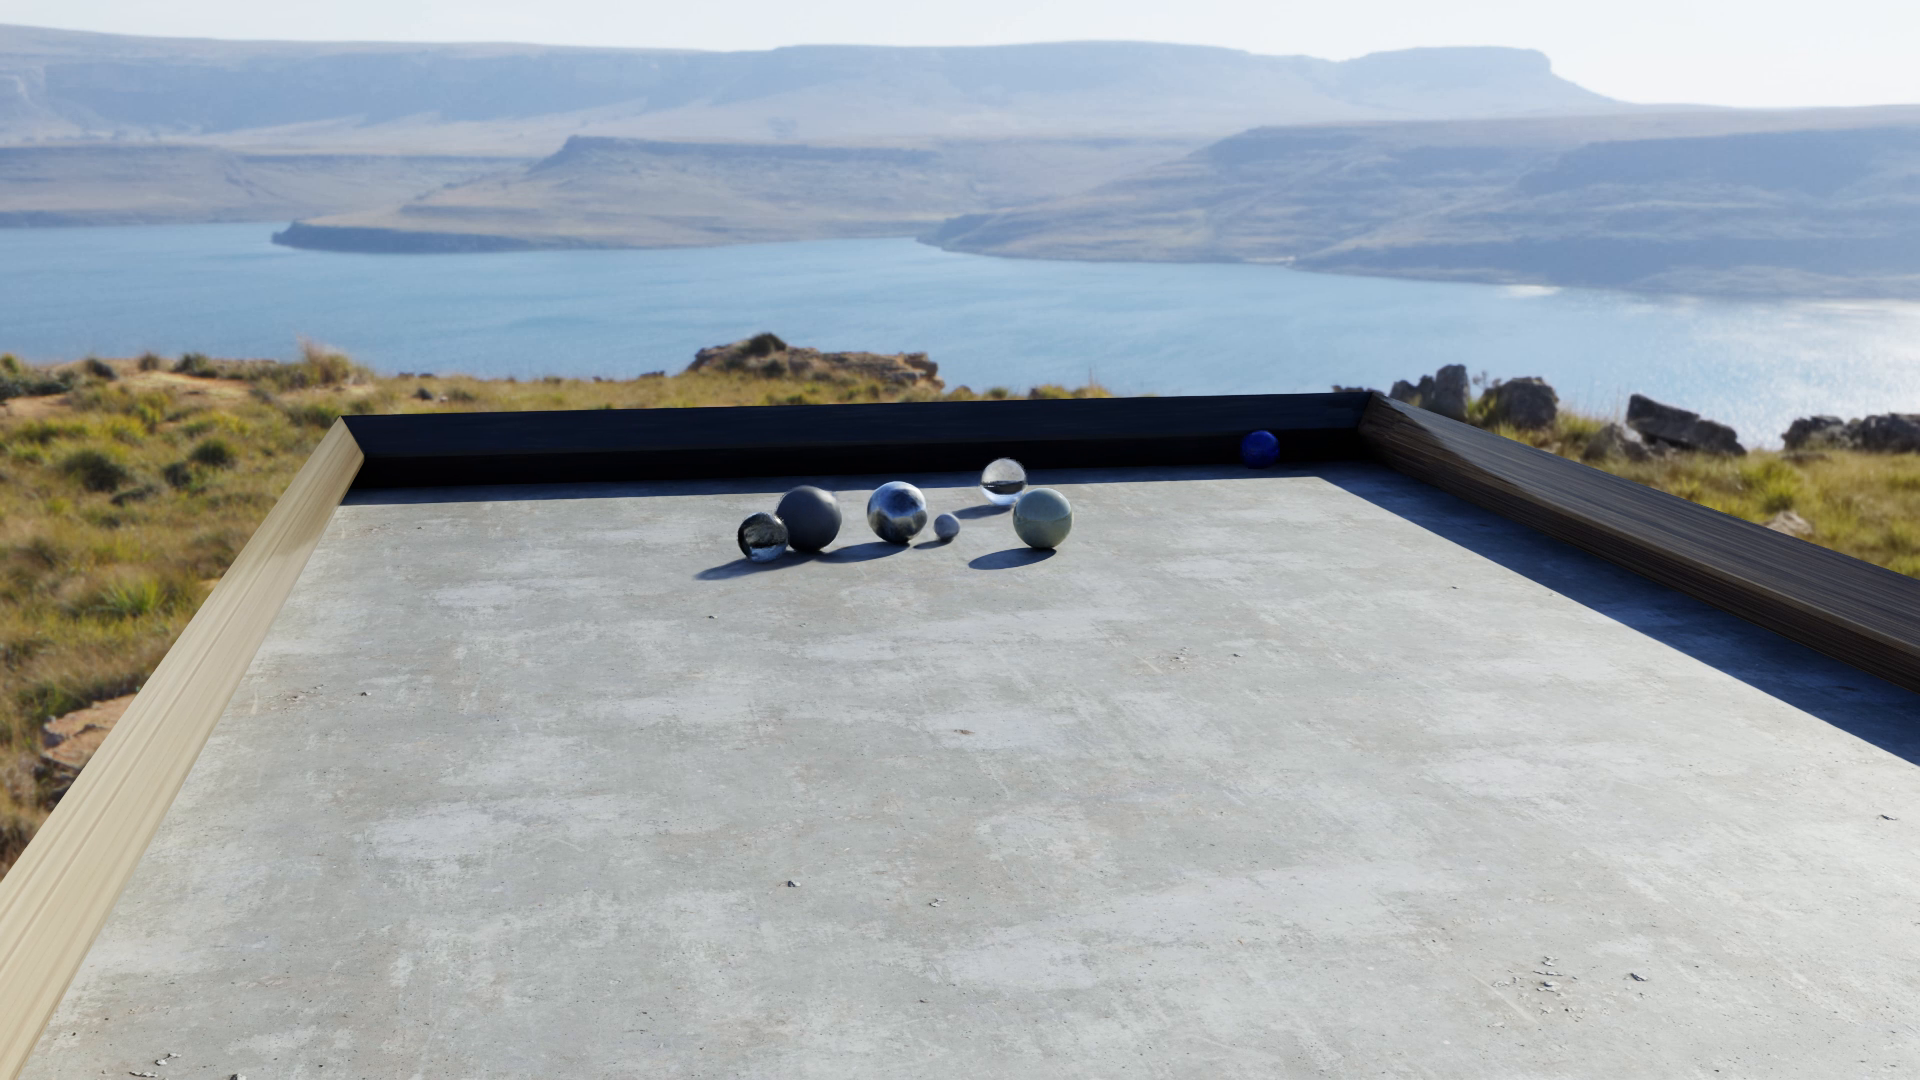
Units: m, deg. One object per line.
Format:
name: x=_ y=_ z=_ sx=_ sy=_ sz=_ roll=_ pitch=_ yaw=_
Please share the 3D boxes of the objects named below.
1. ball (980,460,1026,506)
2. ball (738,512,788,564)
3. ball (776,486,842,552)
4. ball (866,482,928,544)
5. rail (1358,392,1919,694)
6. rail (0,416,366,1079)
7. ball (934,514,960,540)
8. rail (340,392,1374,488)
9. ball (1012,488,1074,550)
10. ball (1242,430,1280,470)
ball: x=0.071 y=-0.094 z=3.583 sx=0.076 sy=0.076 sz=0.076 roll=0 pitch=11 yaw=0
ball: x=-0.280 y=-0.003 z=3.128 sx=0.072 sy=0.072 sz=0.072 roll=0 pitch=11 yaw=0
ball: x=-0.221 y=-0.031 z=3.206 sx=0.096 sy=0.096 sz=0.096 roll=0 pitch=11 yaw=0
ball: x=-0.093 y=-0.041 z=3.269 sx=0.092 sy=0.092 sz=0.092 roll=0 pitch=11 yaw=0
rail: x=1.029 y=0.103 z=2.443 sx=0.045 sy=0.124 sz=3.325 roll=-2 pitch=11 yaw=-10
rail: x=-0.737 y=0.163 z=2.134 sx=0.045 sy=0.124 sz=3.325 roll=-2 pitch=11 yaw=-10
ball: x=-0.020 y=-0.020 z=3.295 sx=0.040 sy=0.040 sz=0.040 roll=0 pitch=11 yaw=0
rail: x=-0.142 y=-0.176 z=3.872 sx=1.842 sy=0.124 sz=0.045 roll=-2 pitch=11 yaw=-10
ball: x=0.122 y=-0.031 z=3.225 sx=0.090 sy=0.090 sz=0.090 roll=0 pitch=11 yaw=0
ball: x=0.541 y=-0.162 z=3.949 sx=0.070 sy=0.070 sz=0.070 roll=0 pitch=11 yaw=0
